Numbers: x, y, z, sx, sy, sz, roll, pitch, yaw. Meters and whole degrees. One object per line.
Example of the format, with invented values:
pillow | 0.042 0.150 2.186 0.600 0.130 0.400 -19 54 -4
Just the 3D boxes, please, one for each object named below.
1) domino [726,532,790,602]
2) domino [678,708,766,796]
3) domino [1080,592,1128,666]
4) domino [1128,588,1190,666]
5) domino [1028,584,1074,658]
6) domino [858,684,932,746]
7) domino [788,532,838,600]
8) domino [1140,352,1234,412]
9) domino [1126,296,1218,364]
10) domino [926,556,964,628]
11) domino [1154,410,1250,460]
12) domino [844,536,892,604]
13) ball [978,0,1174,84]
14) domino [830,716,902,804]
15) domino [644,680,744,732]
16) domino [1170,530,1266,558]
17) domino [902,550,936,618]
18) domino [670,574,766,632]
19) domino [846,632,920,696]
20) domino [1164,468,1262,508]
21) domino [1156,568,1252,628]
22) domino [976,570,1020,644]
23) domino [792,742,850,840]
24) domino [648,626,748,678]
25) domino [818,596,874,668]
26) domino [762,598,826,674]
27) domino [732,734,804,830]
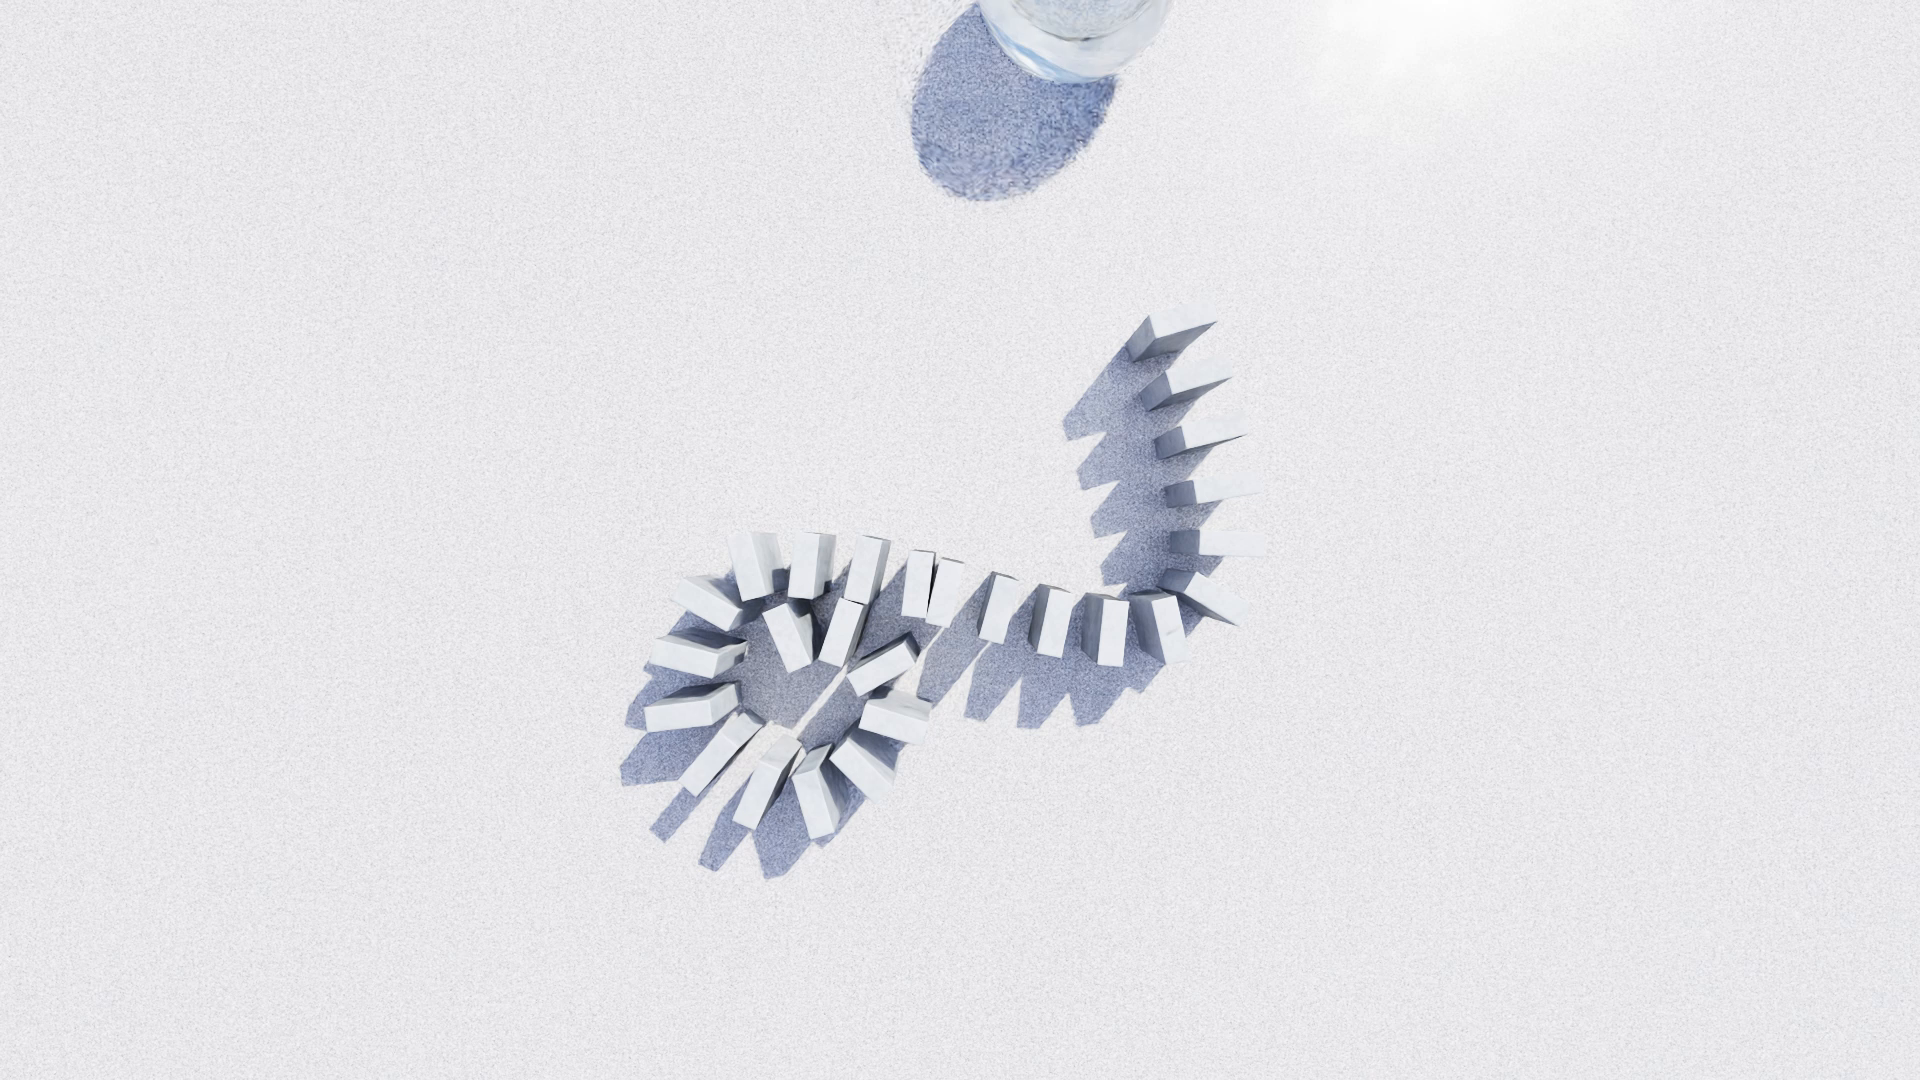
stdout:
domino | -0.082 0.010 0.375 0.009 0.050 0.025 -15 90 0
domino | -0.096 0.086 0.375 0.010 0.050 0.025 41 90 0
domino | 0.059 0.036 0.375 0.009 0.050 0.025 6 90 0
domino | 0.081 0.035 0.375 0.010 0.050 0.025 -13 90 0
domino | 0.037 0.032 0.375 0.009 0.050 0.025 12 90 0
domino | -0.025 0.071 0.375 0.025 0.050 0.010 17 90 0
domino | -0.060 0.010 0.375 0.010 0.050 0.025 6 90 0
domino | 0.092 -0.064 0.375 0.025 0.050 0.010 -16 90 0
domino | 0.085 -0.085 0.375 0.025 0.050 0.010 -16 90 0
domino | -0.006 0.020 0.375 0.010 0.050 0.025 13 90 0
domino | 0.098 -0.042 0.375 0.025 0.050 0.010 -14 90 0
domino | -0.037 0.011 0.375 0.010 0.050 0.025 13 90 0
ball | 0.046 -0.224 0.360 0.080 0.080 0.080 0 90 0
domino | -0.038 0.089 0.375 0.010 0.050 0.025 -45 90 0
domino | -0.108 0.067 0.375 0.025 0.050 0.010 -7 90 0
domino | 0.104 0.001 0.375 0.025 0.050 0.009 3 90 0
domino | -0.016 0.017 0.375 0.009 0.050 0.025 7 90 0
domino | -0.098 0.025 0.375 0.025 0.050 0.009 30 90 0
domino | -0.030 0.050 0.375 0.025 0.050 0.009 -29 90 0
domino | 0.102 -0.021 0.375 0.025 0.050 0.010 -10 90 0
domino | 0.099 0.023 0.375 0.025 0.050 0.009 31 90 0
domino | 0.015 0.027 0.375 0.010 0.050 0.025 16 90 0
domino | -0.056 0.101 0.375 0.009 0.050 0.025 -17 90 0
domino | -0.106 0.045 0.375 0.025 0.050 0.009 14 90 0
domino | -0.046 0.035 0.375 0.009 0.050 0.025 19 90 0
domino | -0.066 0.038 0.375 0.009 0.050 0.025 -23 90 0
domino | -0.078 0.098 0.375 0.009 0.050 0.025 24 90 0
